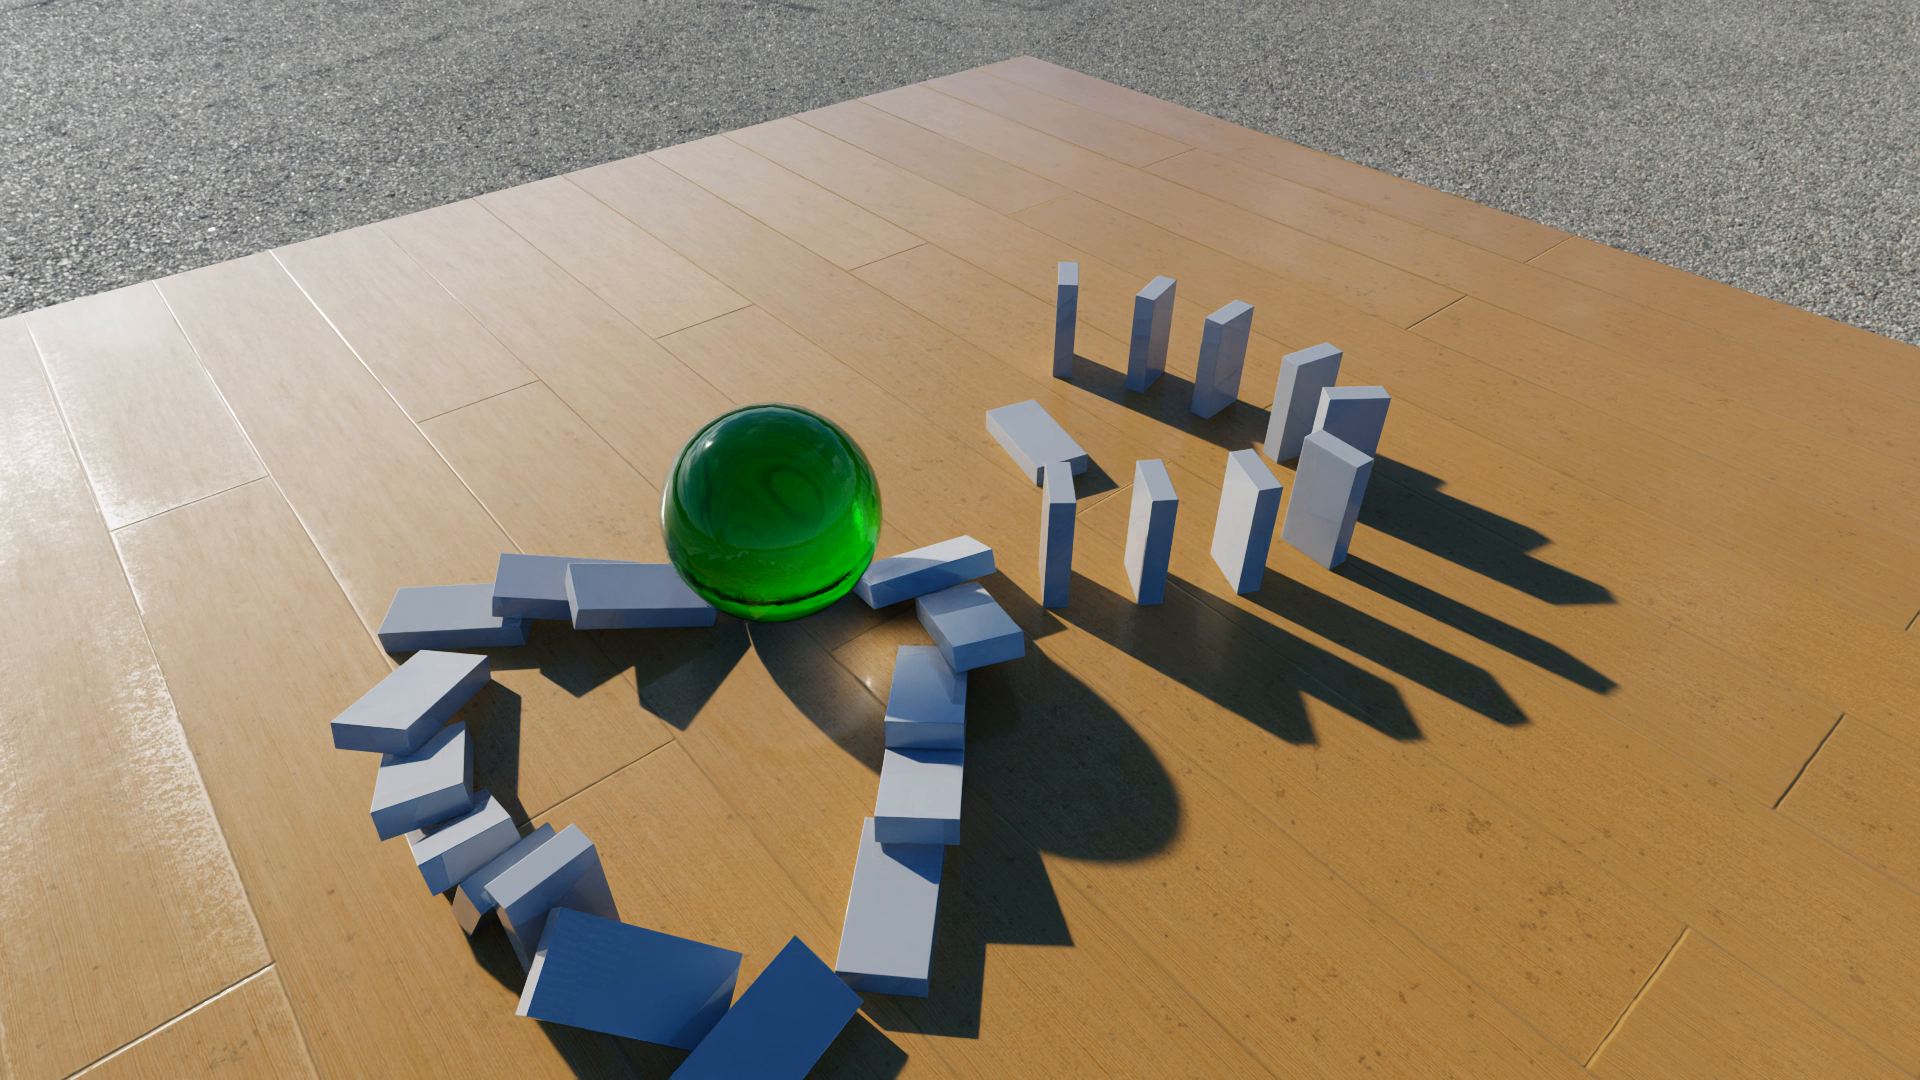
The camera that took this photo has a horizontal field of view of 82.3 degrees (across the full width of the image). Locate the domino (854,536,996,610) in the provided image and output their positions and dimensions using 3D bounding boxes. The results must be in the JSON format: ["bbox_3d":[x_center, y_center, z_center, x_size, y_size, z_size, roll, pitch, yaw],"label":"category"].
[{"bbox_3d":[-0.014,0.012,0.422,0.050,0.010,0.025,-16,18,-19],"label":"domino"}]

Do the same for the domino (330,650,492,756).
[{"bbox_3d":[-0.181,0.053,0.367,0.025,0.010,0.050,4,22,5],"label":"domino"}]

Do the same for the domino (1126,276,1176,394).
[{"bbox_3d":[0.092,-0.099,0.533,0.009,0.050,0.025,22,44,25],"label":"domino"}]

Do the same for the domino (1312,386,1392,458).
[{"bbox_3d":[0.161,-0.040,0.461,0.025,0.050,0.009,-2,39,-2],"label":"domino"}]

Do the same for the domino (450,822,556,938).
[{"bbox_3d":[-0.124,0.093,0.300,0.025,0.050,0.010,-35,85,-35],"label":"domino"}]

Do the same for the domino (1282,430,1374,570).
[{"bbox_3d":[0.143,-0.015,0.430,0.010,0.050,0.025,-24,45,-27],"label":"domino"}]

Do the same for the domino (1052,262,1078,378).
[{"bbox_3d":[0.052,-0.109,0.544,0.010,0.050,0.025,3,39,4],"label":"domino"}]

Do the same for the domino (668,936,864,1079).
[{"bbox_3d":[-0.050,0.129,0.278,0.025,0.009,0.050,42,50,7],"label":"domino"}]

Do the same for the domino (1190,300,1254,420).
[{"bbox_3d":[0.122,-0.084,0.514,0.010,0.050,0.025,32,49,33],"label":"domino"}]

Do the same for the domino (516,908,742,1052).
[{"bbox_3d":[-0.082,0.112,0.278,0.050,0.009,0.025,27,58,-27],"label":"domino"}]

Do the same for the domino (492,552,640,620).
[{"bbox_3d":[-0.147,0.018,0.412,0.050,0.010,0.025,4,37,-18],"label":"domino"}]

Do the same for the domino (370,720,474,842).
[{"bbox_3d":[-0.165,0.073,0.339,0.025,0.009,0.050,-17,19,-19],"label":"domino"}]

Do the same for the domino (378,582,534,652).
[{"bbox_3d":[-0.185,0.028,0.409,0.050,0.010,0.025,-3,39,-4],"label":"domino"}]

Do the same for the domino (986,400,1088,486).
[{"bbox_3d":[0.034,-0.045,0.498,0.025,0.009,0.050,-17,42,-19],"label":"domino"}]

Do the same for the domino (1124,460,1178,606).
[{"bbox_3d":[0.072,-0.003,0.415,0.009,0.050,0.025,-4,39,-4],"label":"domino"}]

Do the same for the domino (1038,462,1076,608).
[{"bbox_3d":[0.036,-0.002,0.413,0.009,0.050,0.025,0,39,0],"label":"domino"}]

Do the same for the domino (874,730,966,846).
[{"bbox_3d":[-0.011,0.074,0.344,0.025,0.010,0.050,2,25,2],"label":"domino"}]

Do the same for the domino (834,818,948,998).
[{"bbox_3d":[-0.019,0.104,0.316,0.025,0.010,0.050,3,39,4],"label":"domino"}]

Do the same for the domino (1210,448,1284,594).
[{"bbox_3d":[0.109,-0.007,0.420,0.010,0.050,0.025,-9,40,-11],"label":"domino"}]

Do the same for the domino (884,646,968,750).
[{"bbox_3d":[-0.010,0.052,0.369,0.025,0.010,0.050,1,23,2],"label":"domino"}]

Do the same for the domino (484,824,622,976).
[{"bbox_3d":[-0.105,0.100,0.289,0.010,0.050,0.025,30,48,31],"label":"domino"}]

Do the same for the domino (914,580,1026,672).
[{"bbox_3d":[0.003,0.030,0.394,0.025,0.010,0.050,-12,21,-14],"label":"domino"}]

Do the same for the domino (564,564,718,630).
[{"bbox_3d":[-0.117,0.020,0.405,0.050,0.009,0.025,1,39,-30],"label":"domino"}]

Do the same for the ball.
[{"bbox_3d":[-0.068,-0.010,0.400,0.080,0.080,0.080,0,39,0],"label":"ball"}]

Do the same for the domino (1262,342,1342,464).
[{"bbox_3d":[0.151,-0.060,0.485,0.025,0.050,0.009,-19,43,-22],"label":"domino"}]

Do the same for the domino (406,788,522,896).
[{"bbox_3d":[-0.144,0.086,0.317,0.025,0.009,0.050,-27,12,-29],"label":"domino"}]
